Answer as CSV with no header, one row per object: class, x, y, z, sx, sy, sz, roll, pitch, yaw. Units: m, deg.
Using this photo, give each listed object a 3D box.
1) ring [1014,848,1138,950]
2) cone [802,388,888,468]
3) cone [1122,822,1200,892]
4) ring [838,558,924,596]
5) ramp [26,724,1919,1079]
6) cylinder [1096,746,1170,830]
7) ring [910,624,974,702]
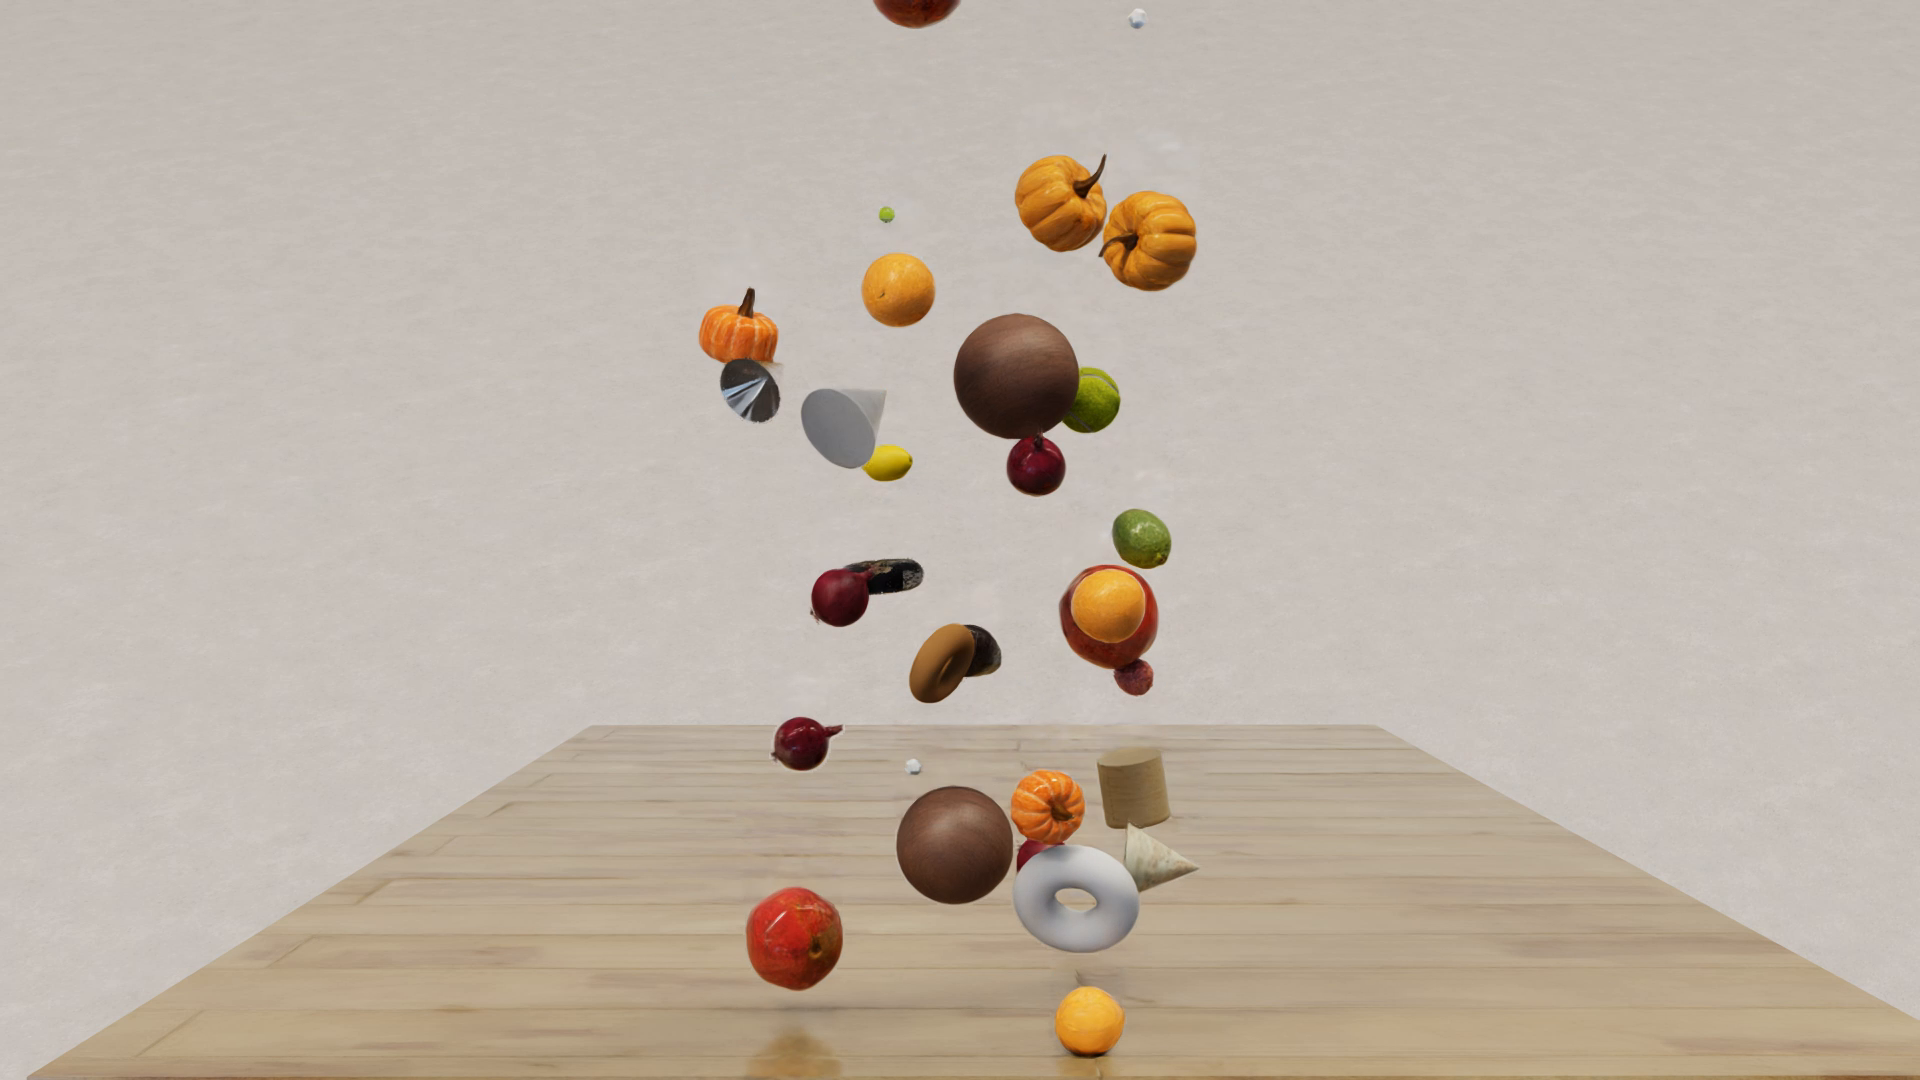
ring,0.122,0.377,2.709,0.134,0.134,0.045,7,42,14
cone,-0.097,-0.132,2.577,0.089,0.089,0.089,16,39,29
cone,0.219,0.349,2.780,0.083,0.083,0.083,5,28,3
ring,-0.084,0.039,2.729,0.092,0.031,0.092,-5,5,0
ramp,0.062,0.555,4.592,2.000,0.100,4.000,0,1,0
cylinder,0.202,0.289,3.009,0.076,0.076,0.076,-9,10,2
ring,-0.018,0.126,2.636,0.030,0.089,0.089,30,38,24
